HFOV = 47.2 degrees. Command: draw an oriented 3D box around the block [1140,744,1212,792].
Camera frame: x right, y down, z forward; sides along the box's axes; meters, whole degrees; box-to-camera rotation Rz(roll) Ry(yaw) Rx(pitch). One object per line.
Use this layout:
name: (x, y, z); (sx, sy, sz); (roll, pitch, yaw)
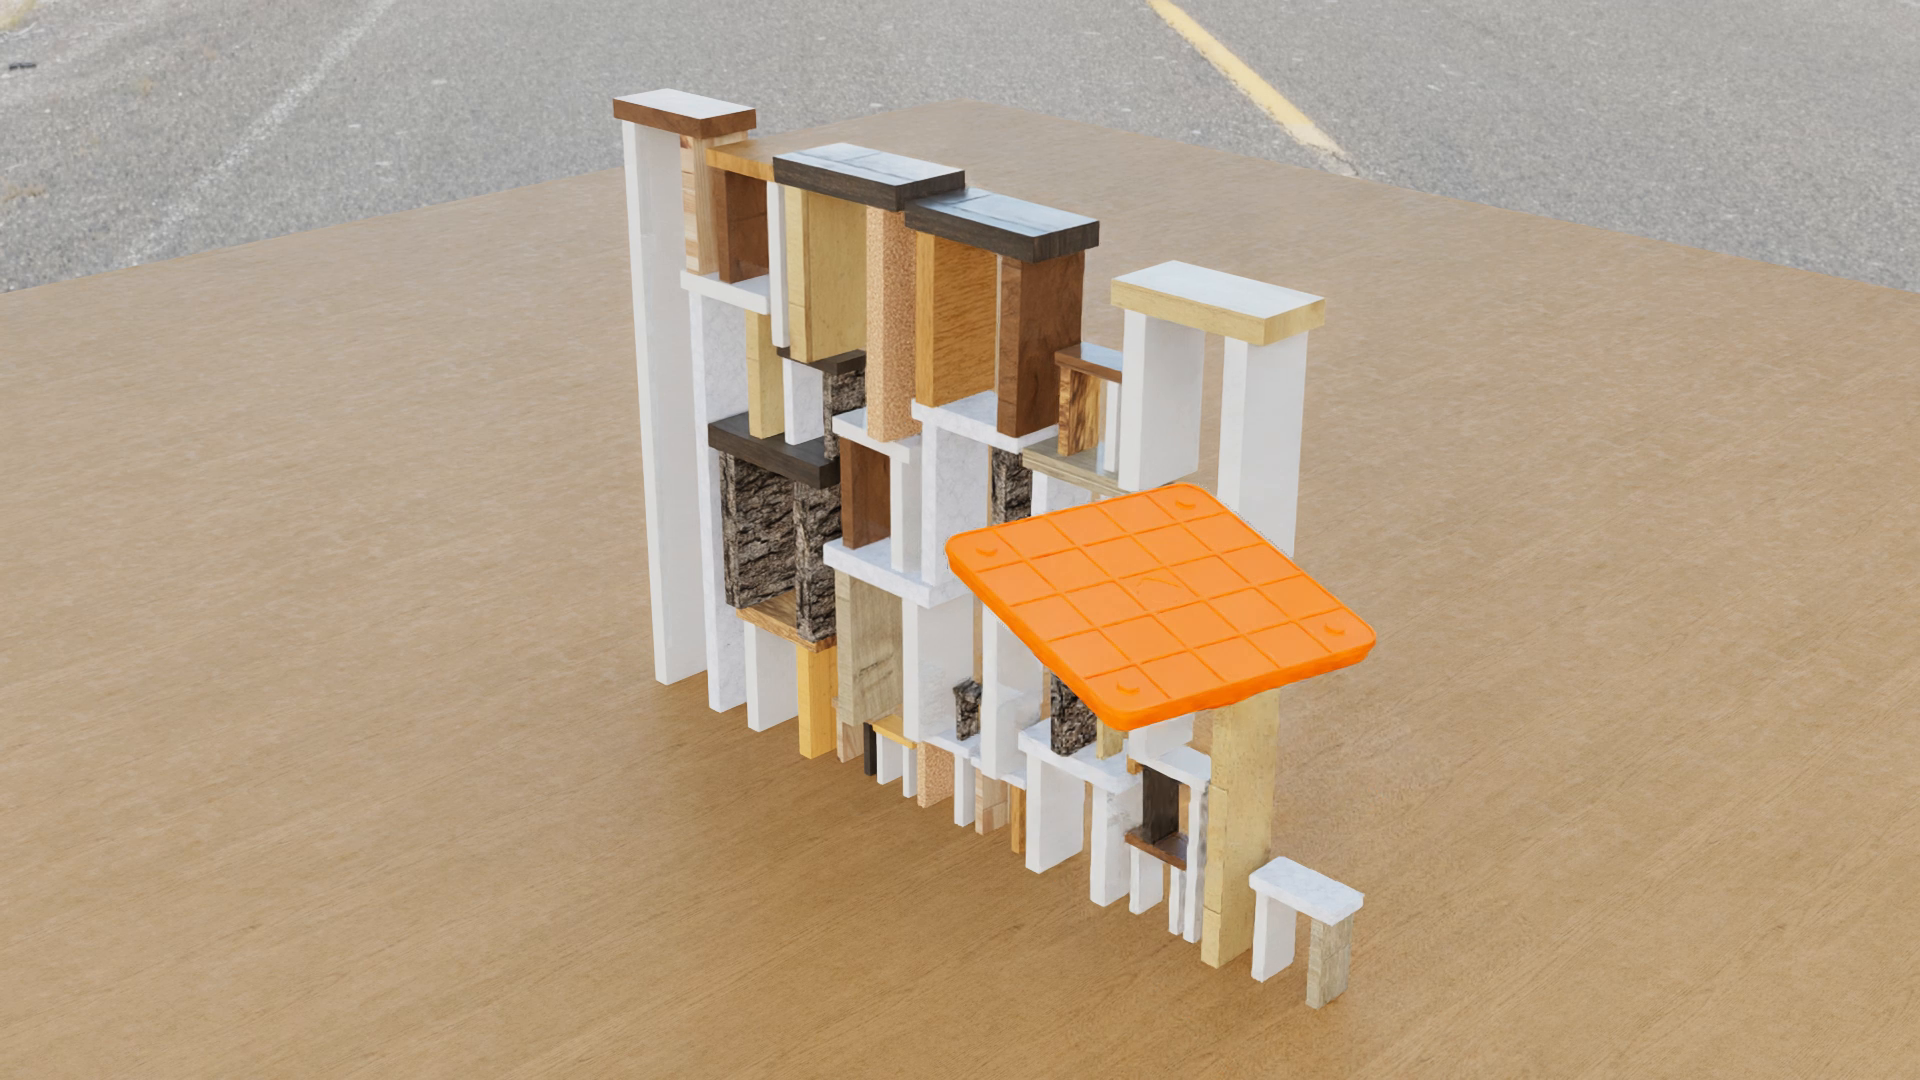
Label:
block: (0.403, 0.403, 3.957); (0.157, 0.022, 0.079); (22, 31, 40)

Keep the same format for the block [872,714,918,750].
block: (-0.118, 0.393, 4.513); (0.117, 0.017, 0.058); (21, 31, 41)

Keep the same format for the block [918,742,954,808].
block: (-0.050, 0.459, 4.476); (0.080, 0.159, 0.023); (-21, 31, -40)

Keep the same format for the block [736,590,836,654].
block: (-0.343, 0.165, 4.666); (0.129, 0.036, 0.257); (-21, 31, -41)

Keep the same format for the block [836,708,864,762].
block: (-0.231, 0.403, 4.652); (0.018, 0.125, 0.063); (21, 31, 40)

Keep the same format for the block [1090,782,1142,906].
block: (0.302, 0.553, 4.137); (0.035, 0.250, 0.125); (21, 31, 41)

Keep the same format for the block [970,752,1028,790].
block: (0.099, 0.444, 4.316); (0.145, 0.021, 0.072); (21, 31, 40)

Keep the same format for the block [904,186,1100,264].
block: (0.072, -0.562, 3.905); (0.164, 0.046, 0.328); (-20, 30, -39)

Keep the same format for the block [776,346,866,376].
block: (-0.271, -0.369, 4.363); (0.090, 0.026, 0.181); (-21, 31, -40)

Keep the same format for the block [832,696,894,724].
block: (-0.203, 0.349, 4.594); (0.125, 0.018, 0.063); (21, 31, 40)

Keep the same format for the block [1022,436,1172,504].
block: (0.243, -0.131, 3.903); (0.123, 0.035, 0.247); (-21, 31, -41)

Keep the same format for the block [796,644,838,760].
block: (-0.283, 0.324, 4.668); (0.129, 0.257, 0.036); (-21, 31, -41)

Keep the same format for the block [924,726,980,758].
block: (-0.017, 0.390, 4.406); (0.159, 0.023, 0.080); (19, 30, 37)

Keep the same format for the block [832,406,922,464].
block: (-0.130, -0.207, 4.265); (0.115, 0.033, 0.230); (-20, 31, -38)

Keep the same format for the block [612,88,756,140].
block: (-0.562, -0.868, 4.473); (0.284, 0.040, 0.142); (21, 31, 41)

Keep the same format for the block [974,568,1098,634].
block: (0.162, 0.098, 4.086); (0.259, 0.037, 0.130); (21, 31, 40)

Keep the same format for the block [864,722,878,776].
block: (-0.172, 0.425, 4.597); (0.018, 0.125, 0.063); (21, 32, 40)

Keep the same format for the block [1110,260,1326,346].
block: (0.420, -0.390, 3.596); (0.159, 0.045, 0.319); (-21, 31, -40)

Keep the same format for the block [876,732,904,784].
block: (-0.145, 0.444, 4.565); (0.017, 0.117, 0.059); (21, 31, 41)

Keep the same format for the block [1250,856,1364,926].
block: (0.603, 0.610, 3.832); (0.179, 0.025, 0.090); (21, 31, 41)

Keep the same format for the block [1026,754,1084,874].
block: (0.184, 0.507, 4.245); (0.035, 0.250, 0.125); (21, 31, 41)

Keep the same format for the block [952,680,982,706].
block: (0.038, 0.303, 4.313); (0.097, 0.014, 0.049); (20, 31, 38)

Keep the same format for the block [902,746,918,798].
block: (-0.090, 0.465, 4.514); (0.017, 0.117, 0.058); (21, 31, 41)

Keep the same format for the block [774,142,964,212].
block: (-0.173, -0.682, 4.118); (0.172, 0.049, 0.345); (-21, 30, -40)

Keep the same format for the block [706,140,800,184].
block: (-0.380, -0.744, 4.319); (0.117, 0.033, 0.233); (-21, 31, -40)

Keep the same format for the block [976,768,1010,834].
block: (0.065, 0.508, 4.377); (0.072, 0.145, 0.021); (-19, 29, -38)

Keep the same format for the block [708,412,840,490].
block: (-0.339, -0.194, 4.510); (0.174, 0.049, 0.348); (-21, 31, -41)

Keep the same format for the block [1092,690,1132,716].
block: (0.305, 0.294, 4.018); (0.116, 0.016, 0.058); (21, 31, 41)

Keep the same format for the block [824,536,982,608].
block: (-0.113, 0.049, 4.349); (0.151, 0.043, 0.302); (-21, 31, -40)

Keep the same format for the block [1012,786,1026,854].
block: (0.134, 0.536, 4.312); (0.072, 0.145, 0.021); (-21, 31, -40)

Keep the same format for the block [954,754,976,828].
block: (0.024, 0.488, 4.407); (0.023, 0.159, 0.080); (19, 29, 38)

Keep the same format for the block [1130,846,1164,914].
block: (0.350, 0.622, 4.110); (0.072, 0.143, 0.020); (-22, 31, -40)

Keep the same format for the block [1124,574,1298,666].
block: (0.433, 0.135, 3.814); (0.136, 0.039, 0.272); (-21, 32, -41)

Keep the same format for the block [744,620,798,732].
block: (-0.404, 0.276, 4.780); (0.036, 0.257, 0.129); (21, 31, 40)

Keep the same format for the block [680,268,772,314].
block: (-0.432, -0.518, 4.475); (0.134, 0.038, 0.268); (-21, 31, -41)

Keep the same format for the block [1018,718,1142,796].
block: (0.243, 0.399, 4.135); (0.250, 0.035, 0.125); (21, 31, 41)

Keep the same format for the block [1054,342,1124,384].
block: (0.253, -0.308, 3.827); (0.163, 0.023, 0.081); (21, 31, 39)

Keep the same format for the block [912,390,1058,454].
block: (0.053, -0.227, 4.065); (0.270, 0.038, 0.135); (21, 31, 40)

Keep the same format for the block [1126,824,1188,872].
block: (0.383, 0.560, 4.046); (0.072, 0.020, 0.143); (-22, 32, -40)
